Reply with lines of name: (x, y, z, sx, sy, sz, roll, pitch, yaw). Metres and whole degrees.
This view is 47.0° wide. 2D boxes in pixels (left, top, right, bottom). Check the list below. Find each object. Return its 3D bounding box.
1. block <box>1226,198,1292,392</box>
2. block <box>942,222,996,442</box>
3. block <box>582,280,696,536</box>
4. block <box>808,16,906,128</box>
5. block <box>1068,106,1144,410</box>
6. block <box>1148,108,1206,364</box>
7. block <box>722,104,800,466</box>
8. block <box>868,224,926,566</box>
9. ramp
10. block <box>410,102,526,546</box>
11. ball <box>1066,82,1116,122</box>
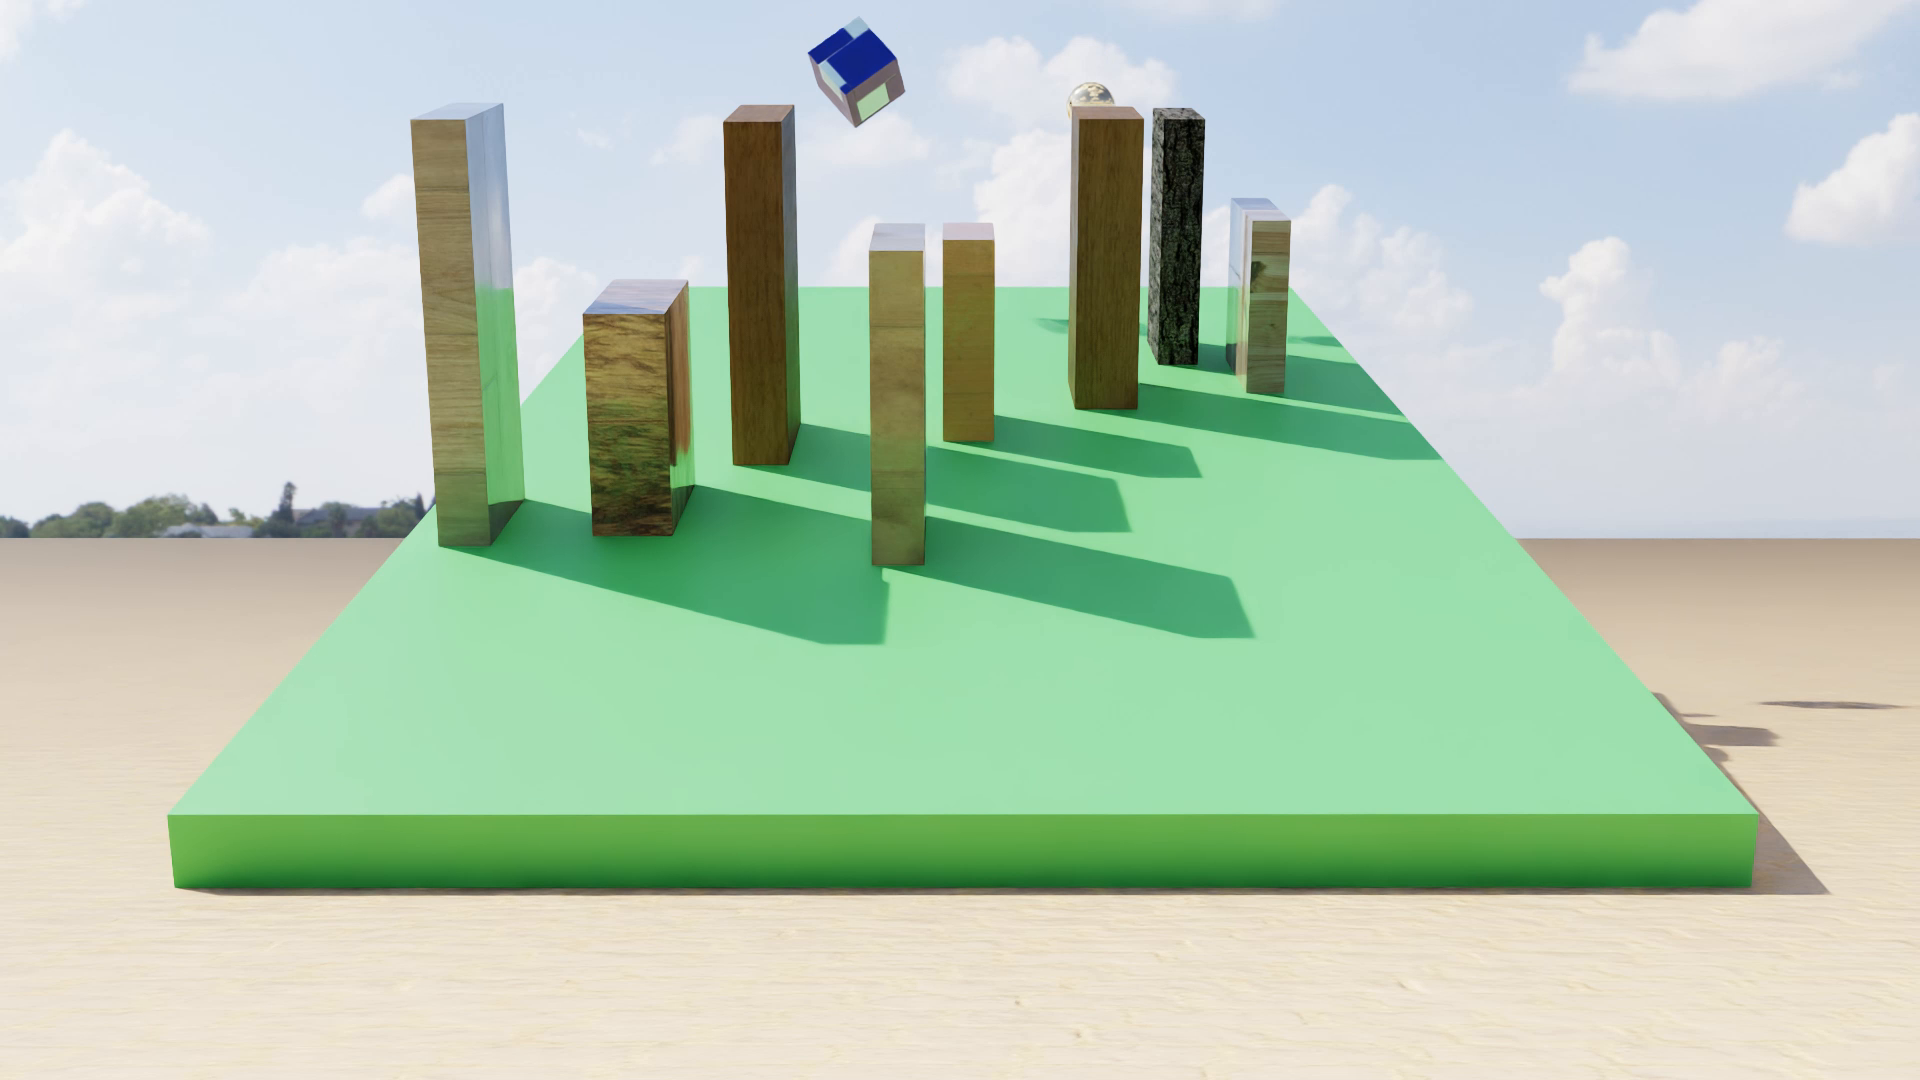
block: (0.715, -0.595, 5.315, 0.089, 0.404, 0.409, 0, 16, 0)
block: (0.018, -0.453, 4.771, 0.109, 0.430, 0.263, 0, 16, 0)
block: (-0.593, -0.254, 4.119, 0.144, 0.406, 0.373, 0, 16, 0)
block: (-0.292, -1.326, 6.263, 0.181, 0.181, 0.181, -37, -20, -7)
block: (0.331, -0.652, 5.066, 0.142, 0.649, 0.316, 0, 16, 0)
block: (0.542, -0.769, 5.560, 0.099, 0.603, 0.316, 0, 16, 0)
block: (-0.407, -0.539, 4.593, 0.114, 0.692, 0.387, 0, 16, 0)
block: (-0.107, -0.264, 3.902, 0.091, 0.546, 0.327, 0, 16, 0)
ramp: (-0.002, -0.160, 4.709, 2.000, 0.100, 4.000, 0, 16, 0)
block: (-0.882, -0.395, 3.986, 0.093, 0.750, 0.332, 0, 16, 0)
ball: (0.358, -1.184, 6.036, 0.134, 0.134, 0.134, 0, 0, 0)
